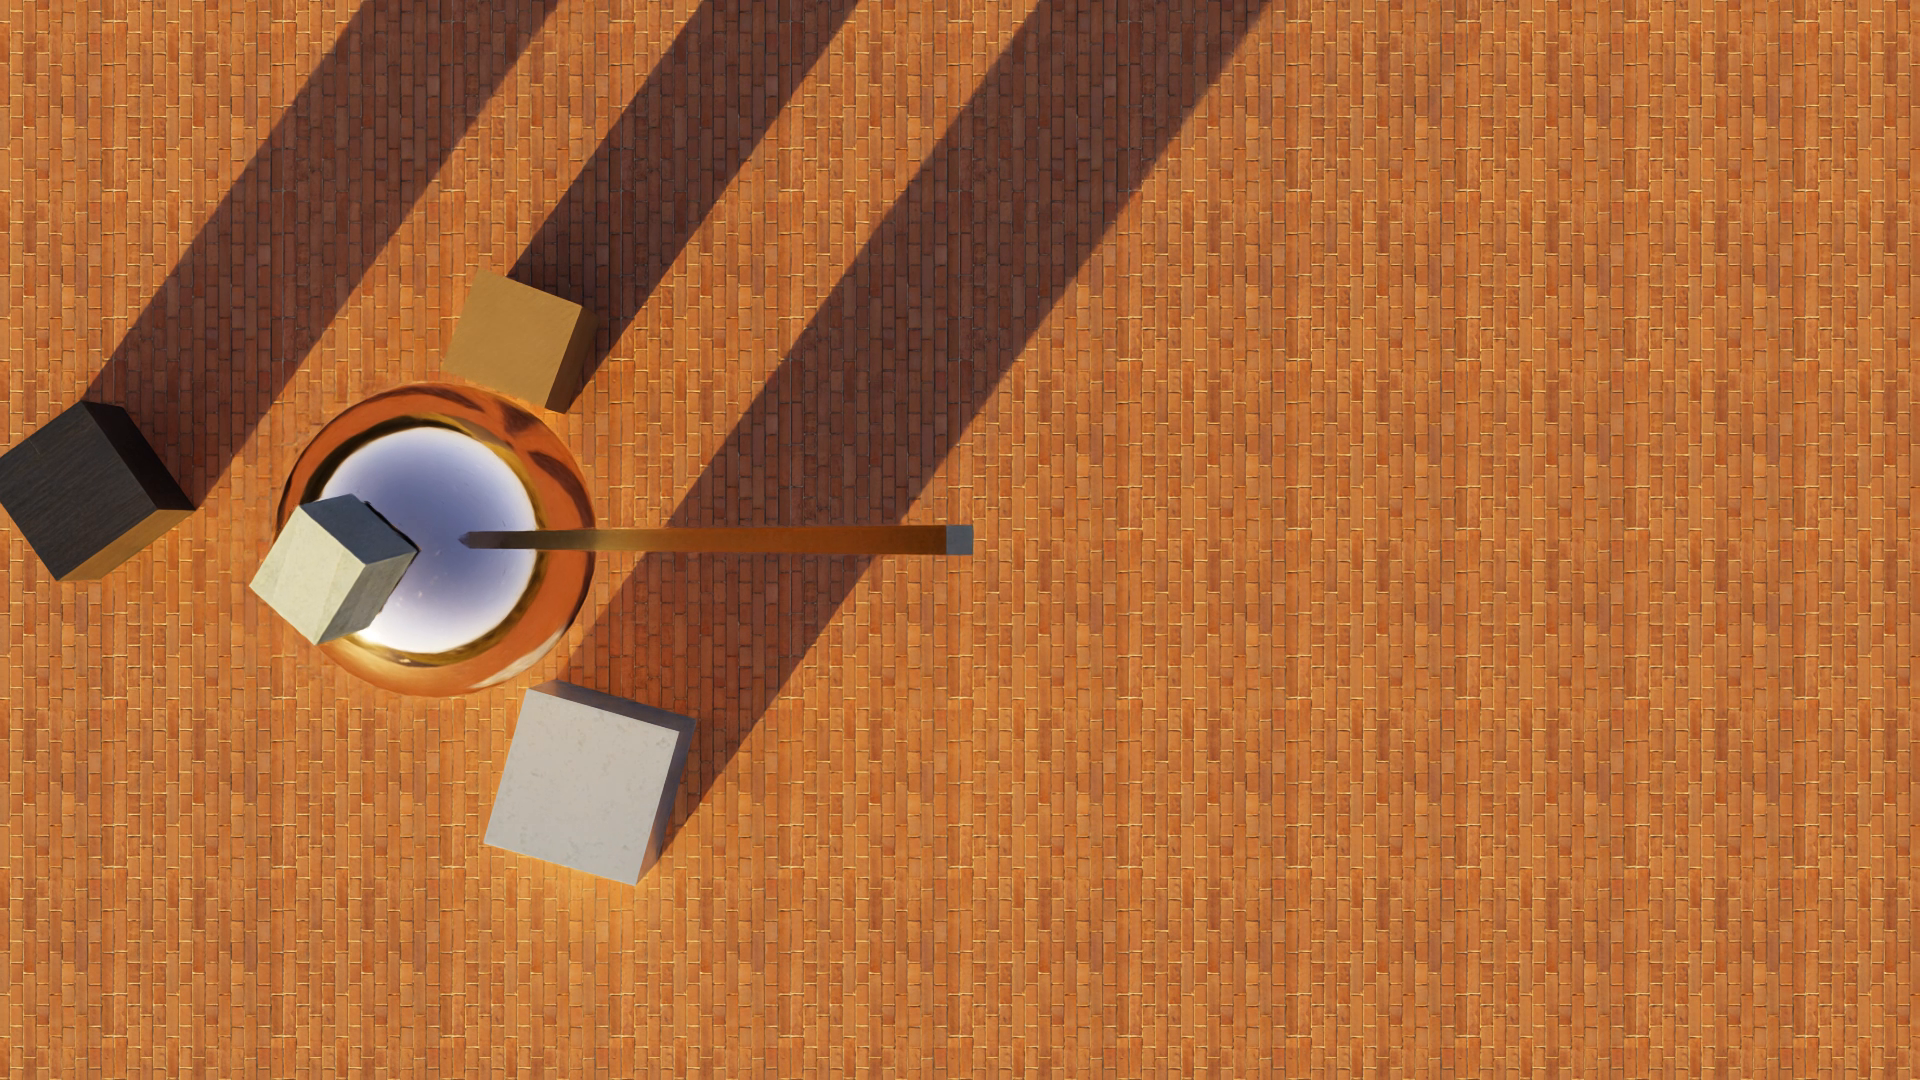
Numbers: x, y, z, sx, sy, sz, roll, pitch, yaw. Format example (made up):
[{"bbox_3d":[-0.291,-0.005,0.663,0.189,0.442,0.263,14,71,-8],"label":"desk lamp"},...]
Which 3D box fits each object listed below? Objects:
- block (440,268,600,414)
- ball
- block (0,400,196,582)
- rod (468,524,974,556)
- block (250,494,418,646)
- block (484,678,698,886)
[{"bbox_3d":[-2.520,-1.136,12.674,0.622,0.651,0.612,20,90,0],"label":"block"},{"bbox_3d":[-2.648,0.000,11.173,1.600,1.600,1.600,0,90,0],"label":"ball"},{"bbox_3d":[-5.017,-0.277,12.688,0.701,0.624,0.755,-35,90,0],"label":"block"},{"bbox_3d":[-1.148,0.000,8.122,0.080,5.200,0.080,0,90,-26],"label":"rod"},{"bbox_3d":[-2.905,0.132,10.201,0.429,0.420,0.485,40,109,10],"label":"block"},{"bbox_3d":[-2.094,1.367,12.578,0.875,0.844,0.889,16,90,0],"label":"block"}]
